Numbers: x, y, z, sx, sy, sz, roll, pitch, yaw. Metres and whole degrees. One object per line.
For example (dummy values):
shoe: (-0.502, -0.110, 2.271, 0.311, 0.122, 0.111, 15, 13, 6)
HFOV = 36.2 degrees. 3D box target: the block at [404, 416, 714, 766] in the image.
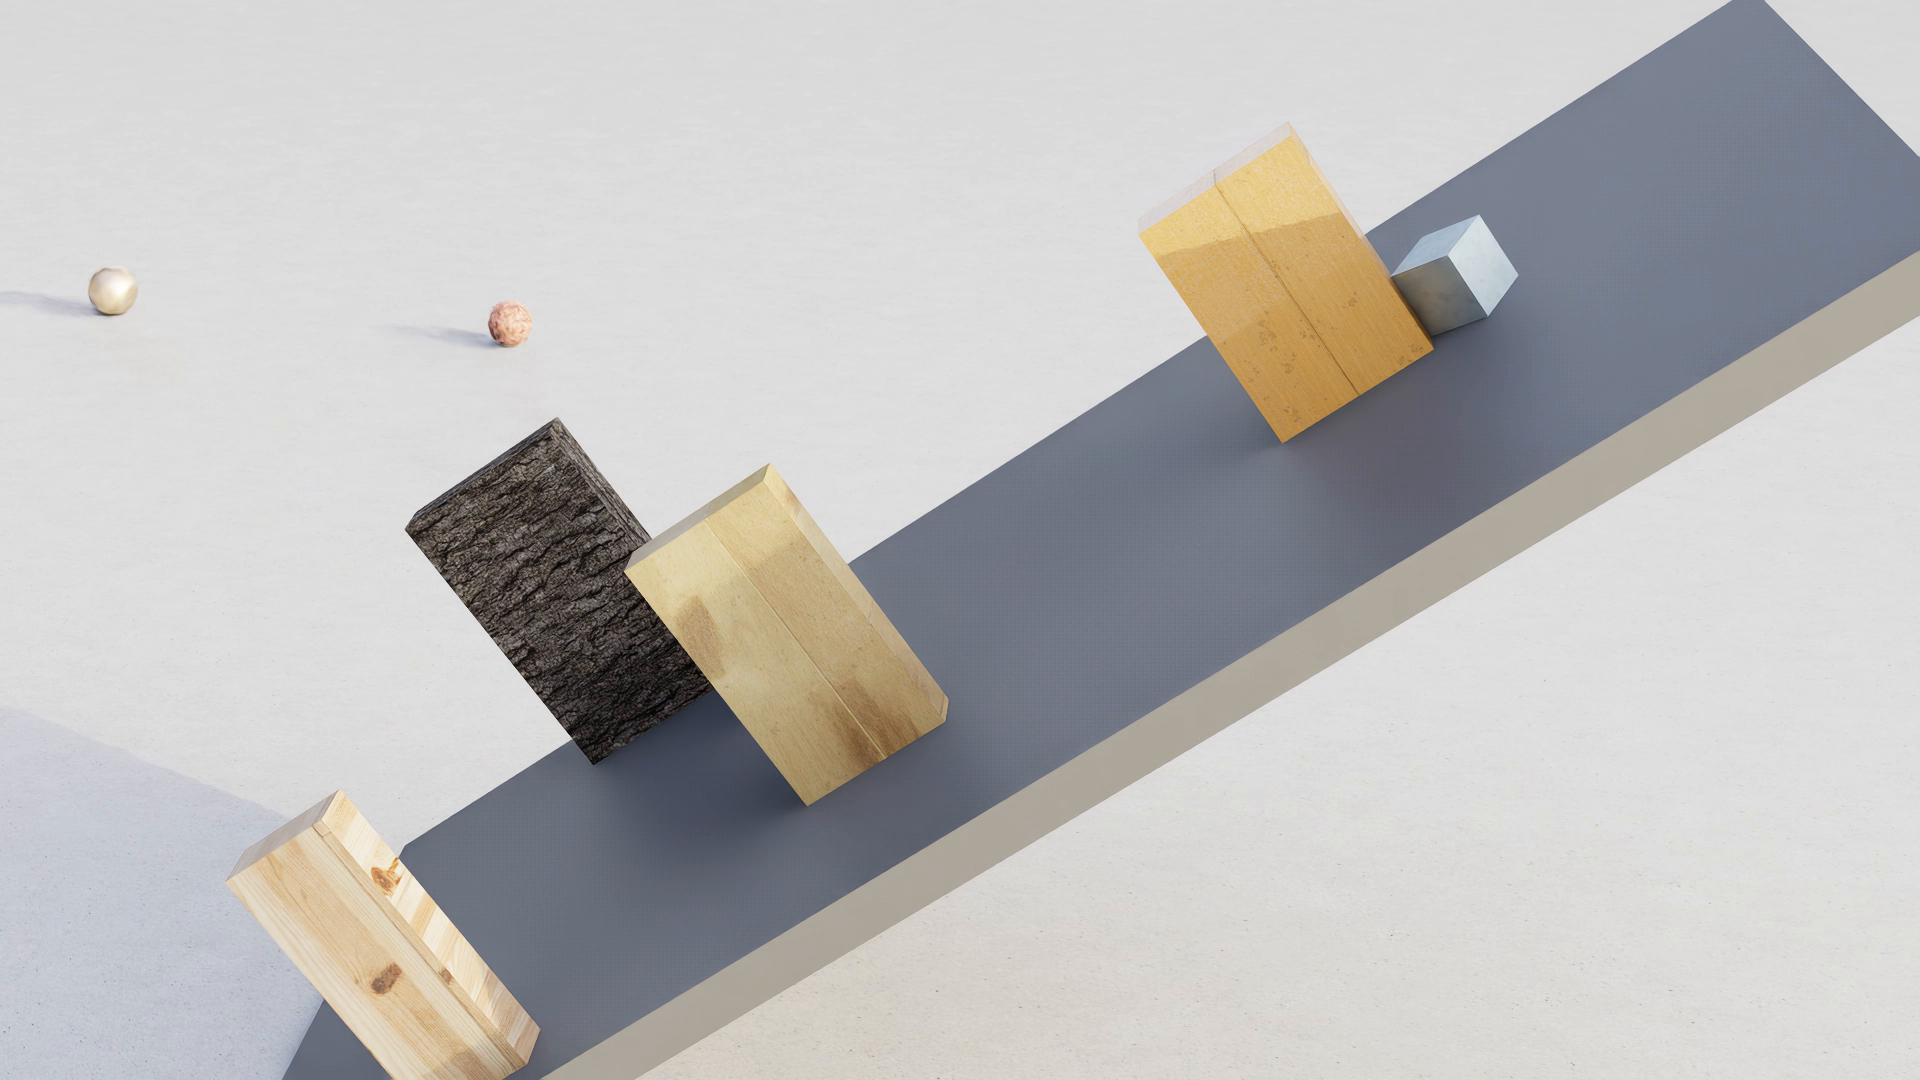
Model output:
block: (-0.935, 0.130, 7.156, 0.442, 0.749, 0.119, -32, 16, 15)

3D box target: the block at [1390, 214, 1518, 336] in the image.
block: (1.012, -0.540, 6.018, 0.154, 0.154, 0.154, -19, 23, 48)

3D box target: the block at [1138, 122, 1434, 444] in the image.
block: (0.664, -0.524, 6.005, 0.364, 0.535, 0.128, -32, 16, 15)

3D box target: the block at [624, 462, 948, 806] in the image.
block: (-0.345, 0.194, 5.924, 0.345, 0.619, 0.109, -32, 16, 15)

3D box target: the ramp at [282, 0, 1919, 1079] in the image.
ramp: (0.136, 0.174, 6.305, 4.000, 0.100, 2.000, -32, 16, 15)

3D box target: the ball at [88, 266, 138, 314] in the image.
ball: (-3.589, -1.056, 12.458, 0.202, 0.202, 0.202, 0, 21, 0)

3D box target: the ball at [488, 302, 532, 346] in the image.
ball: (-1.843, -0.885, 12.050, 0.179, 0.179, 0.179, 0, 21, 0)

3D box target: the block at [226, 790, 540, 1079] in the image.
block: (-1.124, 0.816, 5.754, 0.244, 0.636, 0.134, -32, 16, 15)
